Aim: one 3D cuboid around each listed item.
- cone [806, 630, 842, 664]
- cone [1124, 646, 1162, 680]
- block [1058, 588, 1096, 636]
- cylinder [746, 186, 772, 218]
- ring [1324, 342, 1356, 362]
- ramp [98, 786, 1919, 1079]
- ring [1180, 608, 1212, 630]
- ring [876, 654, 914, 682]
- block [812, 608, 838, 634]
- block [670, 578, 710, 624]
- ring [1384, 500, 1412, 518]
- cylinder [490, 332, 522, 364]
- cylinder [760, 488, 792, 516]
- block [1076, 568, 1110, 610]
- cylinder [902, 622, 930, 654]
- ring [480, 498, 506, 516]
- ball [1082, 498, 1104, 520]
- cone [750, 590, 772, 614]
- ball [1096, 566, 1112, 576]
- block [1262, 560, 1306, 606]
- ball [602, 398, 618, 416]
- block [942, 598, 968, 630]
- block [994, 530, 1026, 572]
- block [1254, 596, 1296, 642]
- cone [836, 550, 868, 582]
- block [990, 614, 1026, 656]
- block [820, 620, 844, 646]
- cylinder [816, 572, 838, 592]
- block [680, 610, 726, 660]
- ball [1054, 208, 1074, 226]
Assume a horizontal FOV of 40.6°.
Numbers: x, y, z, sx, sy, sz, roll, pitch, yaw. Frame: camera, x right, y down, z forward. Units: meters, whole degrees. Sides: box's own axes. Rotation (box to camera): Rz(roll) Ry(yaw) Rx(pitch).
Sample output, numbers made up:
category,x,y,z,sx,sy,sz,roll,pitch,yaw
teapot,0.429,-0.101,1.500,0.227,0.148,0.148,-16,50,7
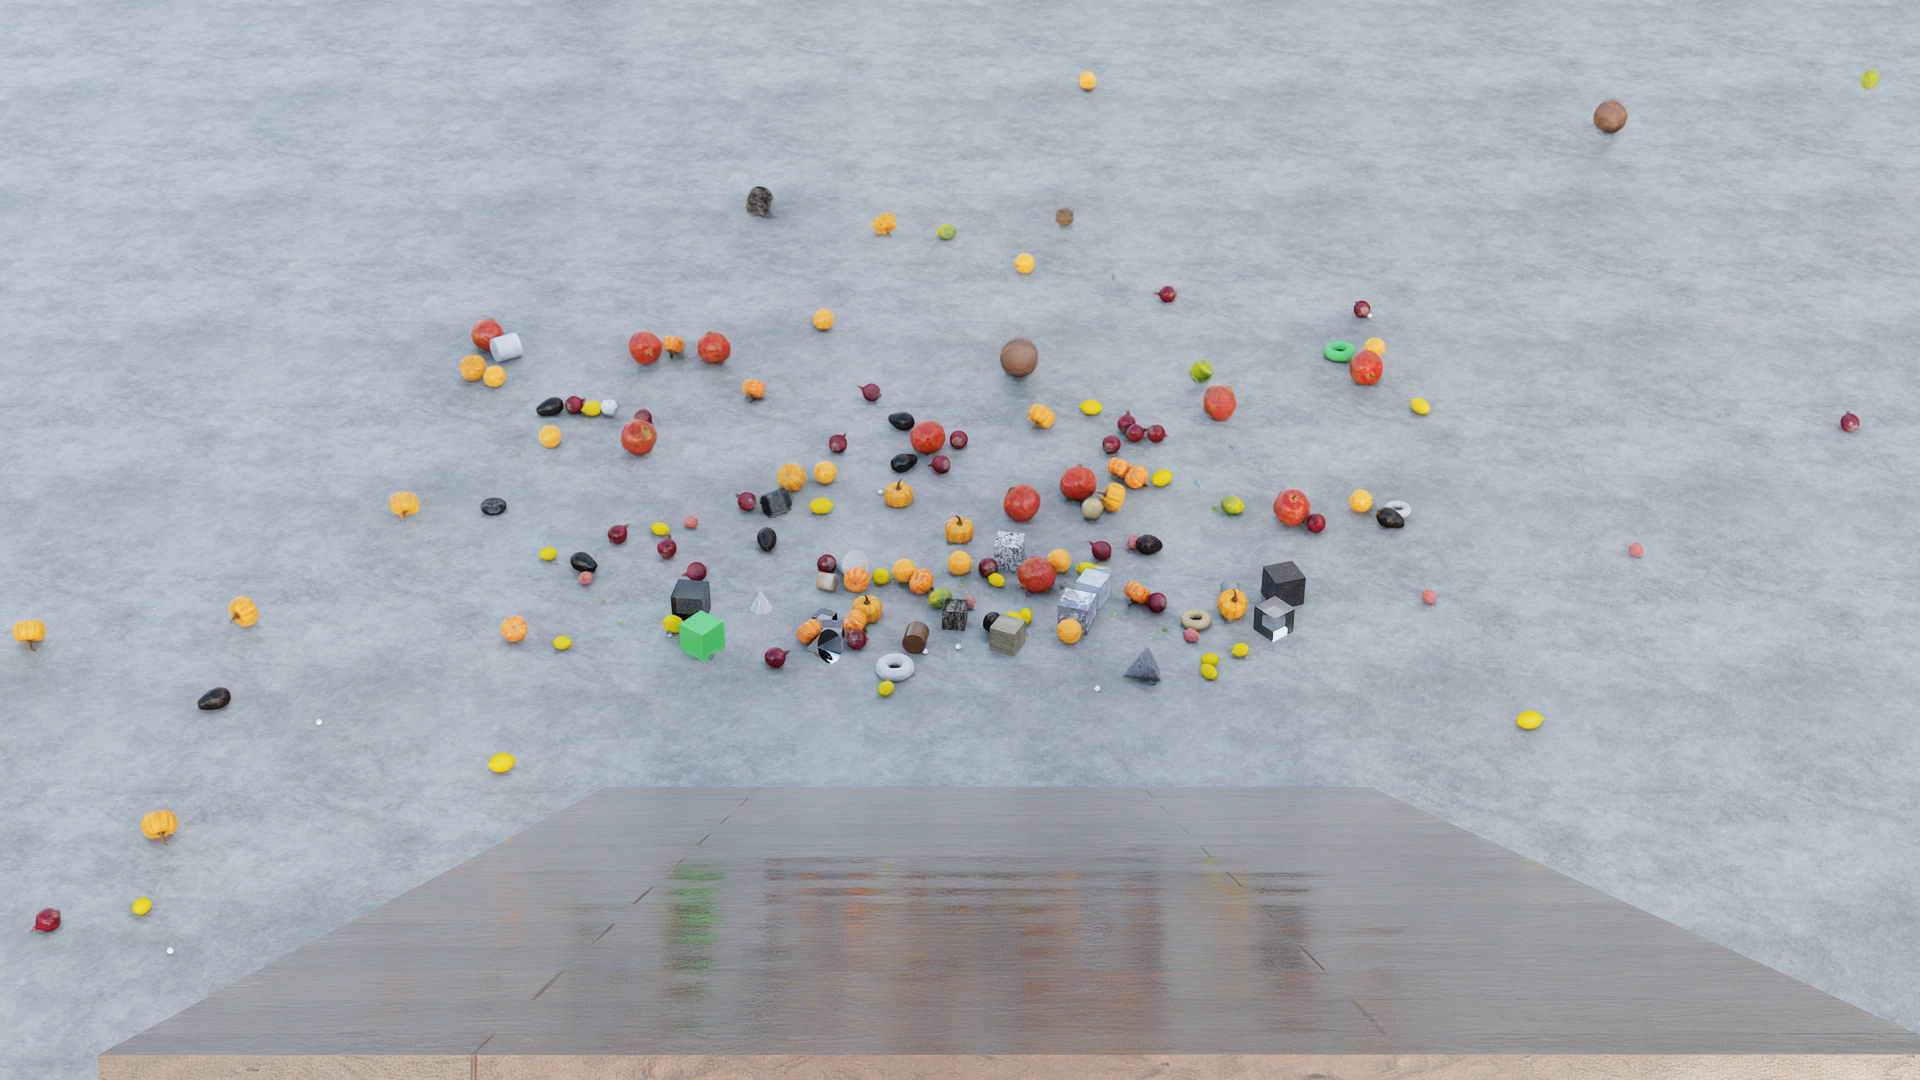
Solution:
category,x,y,z,sx,sy,sz,roll,pitch,yaw
cone,-0.406,0.306,7.400,0.098,0.098,0.098,-7,23,42
cone,0.500,0.366,7.310,0.099,0.099,0.099,-25,31,14
block,0.337,0.209,7.504,0.089,0.089,0.089,11,35,16
cylinder,-0.750,-1.267,9.716,0.087,0.087,0.087,3,34,4
ring,1.293,-0.642,8.826,0.109,0.036,0.109,-1,33,1
ramp,0.075,0.649,4.782,2.000,0.100,4.000,0,-1,0
ring,0.684,0.231,7.525,0.090,0.030,0.090,-1,33,0
ring,-0.184,0.359,7.327,0.110,0.037,0.110,-1,33,1
block,-0.391,0.237,7.495,0.053,0.053,0.053,17,37,24
block,-0.782,0.181,7.543,0.092,0.092,0.092,5,34,8
ring,1.352,-0.094,8.014,0.083,0.028,0.083,-1,33,1
cylinder,-1.540,-0.653,8.801,0.083,0.083,0.083,-24,40,-25
cylinder,-0.568,-0.118,8.010,0.071,0.071,0.071,-22,40,-29
block,0.390,0.142,7.616,0.076,0.076,0.076,16,37,22
cylinder,-0.126,0.279,7.419,0.067,0.067,0.067,6,33,8
ring,-1.443,-0.104,8.030,0.081,0.027,0.081,0,33,0
ball,0.406,-0.095,7.979,0.068,0.068,0.068,0,34,0
cone,-0.581,0.173,7.581,0.063,0.063,0.063,0,34,0
ball,0.422,0.102,7.697,0.053,0.053,0.053,0,34,0
block,0.949,0.133,7.613,0.095,0.095,0.095,-11,35,-15
ball,-1.148,-0.434,8.498,0.055,0.055,0.055,0,34,0
block,-0.015,0.216,7.515,0.065,0.065,0.065,4,34,6
block,0.149,0.033,7.773,0.083,0.083,0.083,5,34,8
block,0.905,0.227,7.483,0.082,0.082,0.082,-24,40,-31
cone,-0.341,0.078,7.741,0.097,0.097,0.097,-30,17,-37
block,0.136,0.272,7.420,0.078,0.078,0.078,15,37,21
block,-0.365,0.271,7.436,0.061,0.061,0.061,2,34,3
cylinder,-0.393,0.122,7.668,0.051,0.051,0.051,13,36,14
block,-0.736,0.273,7.408,0.089,0.089,0.089,24,41,31
ball,0.387,-1.200,9.632,0.070,0.070,0.070,0,34,0
